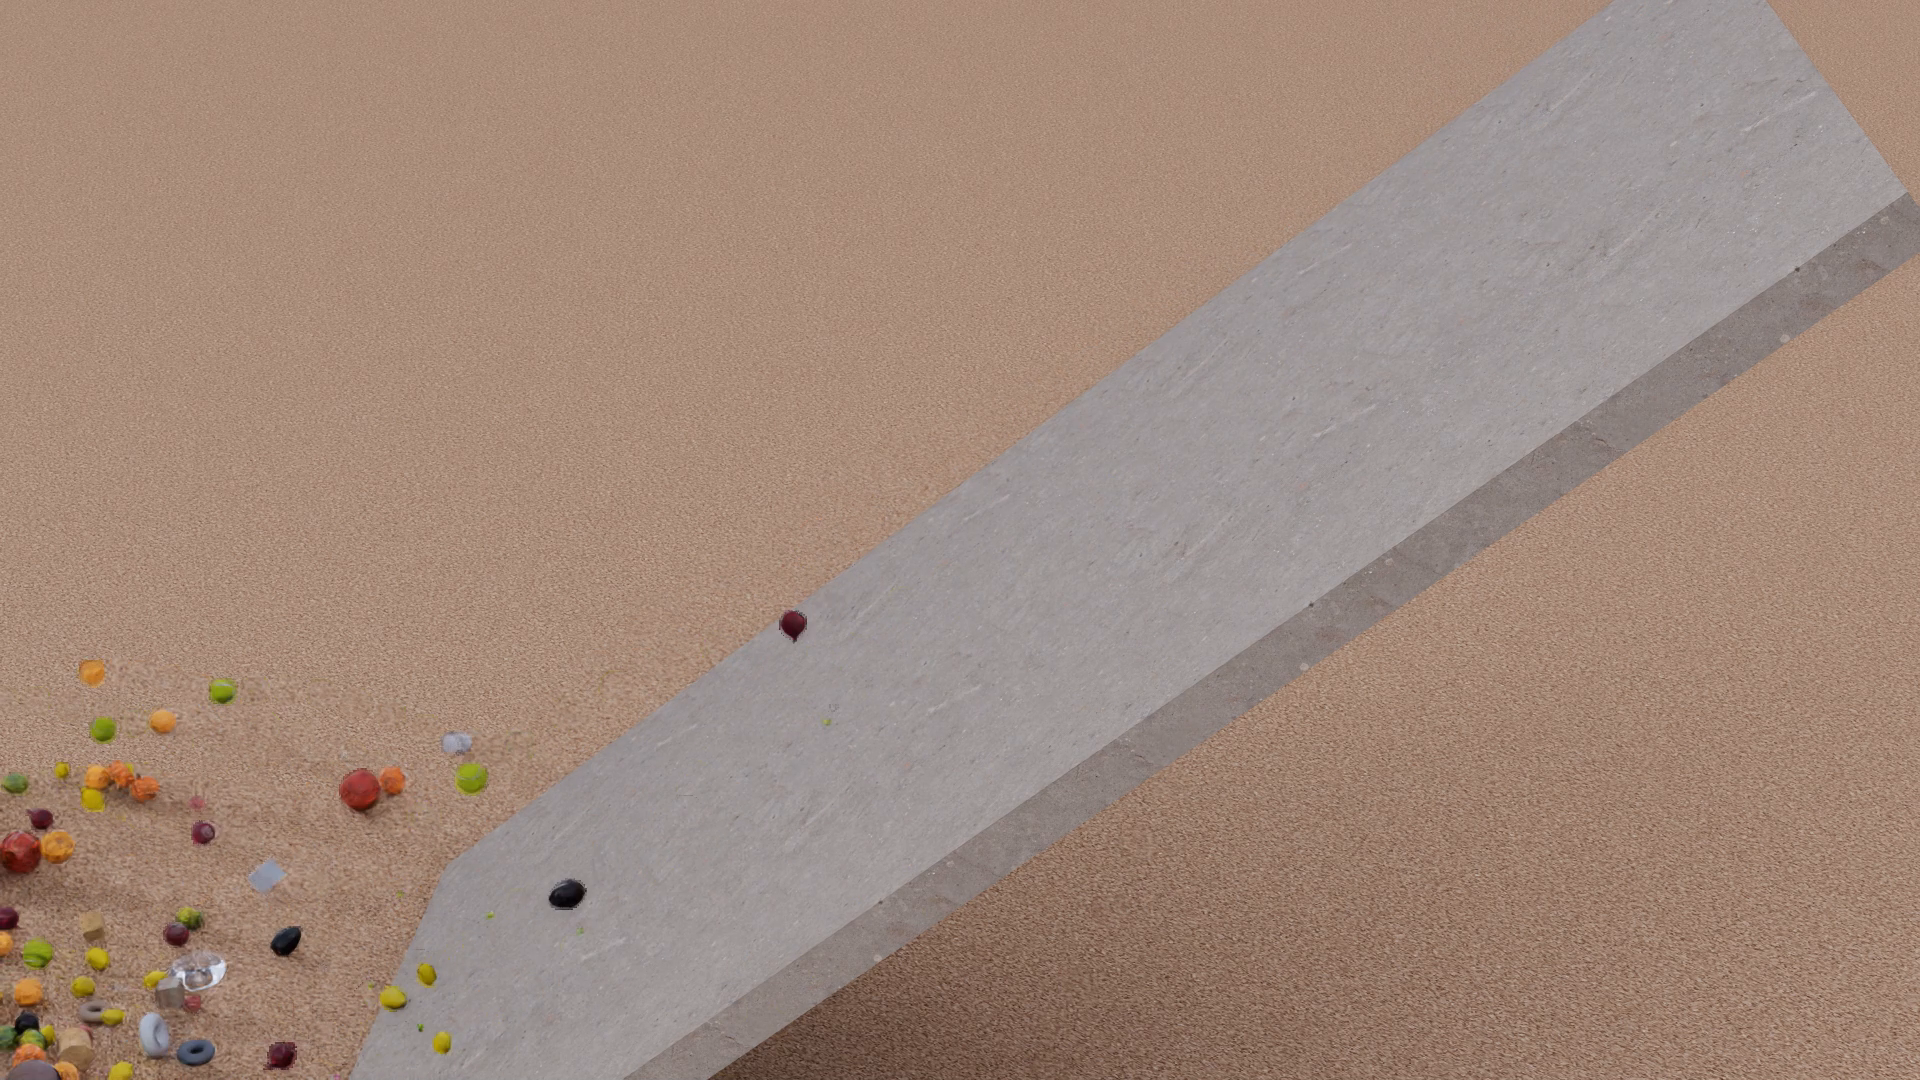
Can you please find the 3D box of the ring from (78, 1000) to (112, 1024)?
[{"bbox_3d":[-2.155,1.176,7.331,0.083,0.028,0.083,1,24,0],"label":"ring"}]

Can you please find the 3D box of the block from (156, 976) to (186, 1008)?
[{"bbox_3d":[-1.966,1.128,7.325,0.054,0.054,0.054,-6,21,1],"label":"block"}]

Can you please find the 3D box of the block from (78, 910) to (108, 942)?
[{"bbox_3d":[-2.255,1.004,7.649,0.052,0.052,0.052,-18,57,-7],"label":"block"}]

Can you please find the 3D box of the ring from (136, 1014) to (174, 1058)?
[{"bbox_3d":[-1.961,1.207,7.162,0.037,0.111,0.111,-22,16,22],"label":"ring"}]

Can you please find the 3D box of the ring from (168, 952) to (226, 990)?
[{"bbox_3d":[-1.940,1.096,7.485,0.143,0.048,0.143,-1,25,0],"label":"ring"}]

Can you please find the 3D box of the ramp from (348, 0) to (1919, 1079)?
[{"bbox_3d":[0.119,0.186,6.345,4.000,0.100,2.000,-36,16,18],"label":"ramp"}]

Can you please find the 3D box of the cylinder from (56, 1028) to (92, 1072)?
[{"bbox_3d":[-2.146,1.236,7.130,0.079,0.079,0.079,-8,25,-18],"label":"cylinder"}]

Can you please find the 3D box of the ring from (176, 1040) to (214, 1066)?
[{"bbox_3d":[-1.863,1.248,7.165,0.091,0.030,0.091,0,25,0],"label":"ring"}]

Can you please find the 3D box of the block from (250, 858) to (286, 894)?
[{"bbox_3d":[-1.841,0.893,7.822,0.057,0.057,0.057,-37,7,45],"label":"block"}]

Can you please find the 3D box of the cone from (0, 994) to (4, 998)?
[{"bbox_3d":[-2.443,1.141,7.401,0.076,0.076,0.076,19,15,-26],"label":"cone"}]

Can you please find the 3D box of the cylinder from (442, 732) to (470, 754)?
[{"bbox_3d":[-1.469,0.592,8.582,0.060,0.060,0.060,12,5,24],"label":"cylinder"}]
